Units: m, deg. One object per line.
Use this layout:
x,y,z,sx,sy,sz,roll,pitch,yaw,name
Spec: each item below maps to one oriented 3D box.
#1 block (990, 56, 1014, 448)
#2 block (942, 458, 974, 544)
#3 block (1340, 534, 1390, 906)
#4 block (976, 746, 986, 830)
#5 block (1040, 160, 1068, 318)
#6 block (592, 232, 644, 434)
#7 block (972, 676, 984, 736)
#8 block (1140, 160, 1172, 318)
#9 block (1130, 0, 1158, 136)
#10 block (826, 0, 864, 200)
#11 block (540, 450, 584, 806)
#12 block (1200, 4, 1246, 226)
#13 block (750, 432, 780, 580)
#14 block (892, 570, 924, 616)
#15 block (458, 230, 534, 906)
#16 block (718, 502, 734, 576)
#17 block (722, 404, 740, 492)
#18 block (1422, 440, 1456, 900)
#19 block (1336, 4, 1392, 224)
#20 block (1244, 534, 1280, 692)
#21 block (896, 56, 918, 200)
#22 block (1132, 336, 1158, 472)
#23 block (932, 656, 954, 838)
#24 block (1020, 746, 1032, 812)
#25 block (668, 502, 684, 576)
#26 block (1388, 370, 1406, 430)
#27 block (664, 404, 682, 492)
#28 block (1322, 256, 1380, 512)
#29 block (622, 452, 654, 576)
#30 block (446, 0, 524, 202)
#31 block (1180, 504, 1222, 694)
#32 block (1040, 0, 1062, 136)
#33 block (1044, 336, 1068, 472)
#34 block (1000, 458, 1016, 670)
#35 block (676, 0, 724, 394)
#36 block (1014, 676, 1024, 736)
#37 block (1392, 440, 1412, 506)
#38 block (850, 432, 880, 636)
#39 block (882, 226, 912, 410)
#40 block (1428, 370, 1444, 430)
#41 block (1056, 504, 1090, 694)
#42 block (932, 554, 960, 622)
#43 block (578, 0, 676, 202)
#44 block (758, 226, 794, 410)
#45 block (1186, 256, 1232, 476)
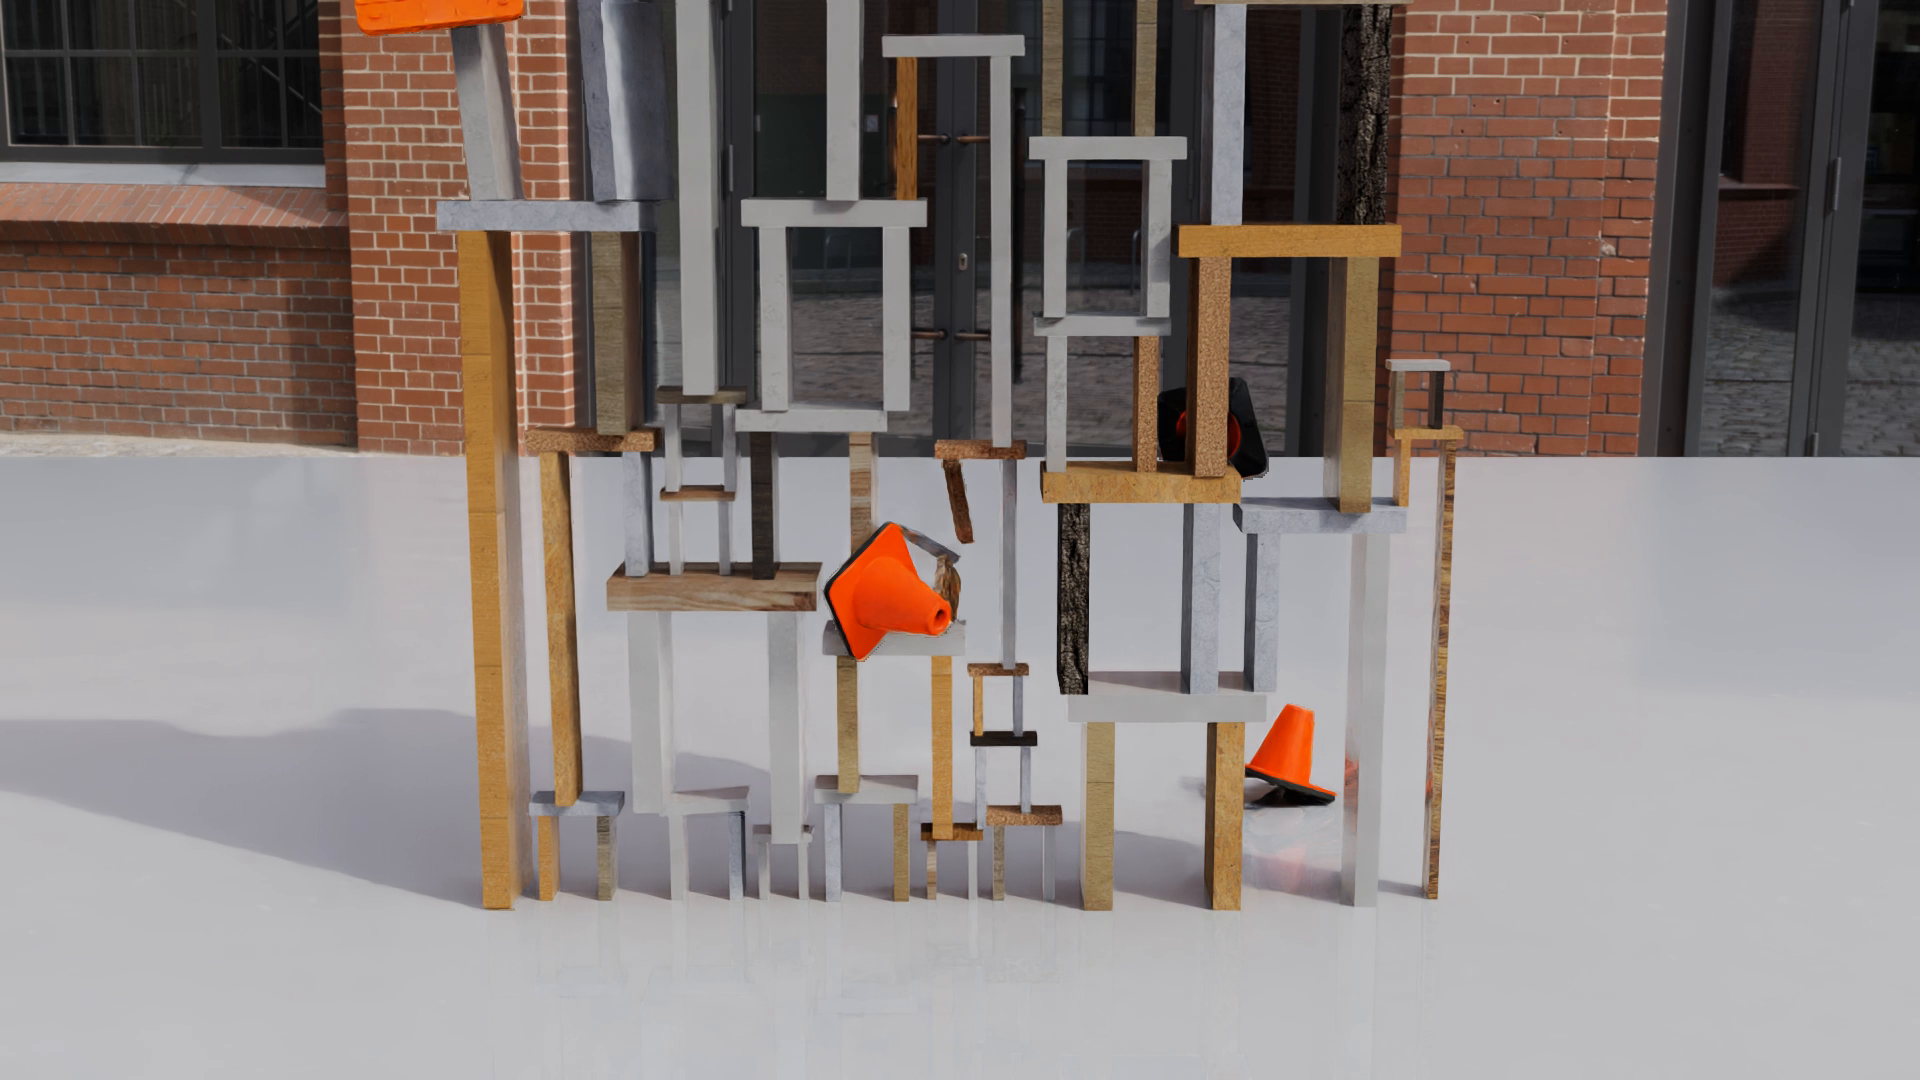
0.067,-0.457,3.491,0.031,0.612,0.108,0,15,3,block
-0.003,-0.069,3.749,0.021,0.145,0.072,-11,8,-6,block
0.665,0.284,3.613,0.037,0.623,0.130,0,11,0,block
0.035,0.405,3.642,0.016,0.137,0.055,0,5,-2,block
0.147,-0.478,3.470,0.034,0.243,0.121,0,11,0,block
-0.546,-0.333,3.514,0.045,0.317,0.158,0,8,2,block
0.030,0.271,3.633,0.014,0.099,0.049,-1,5,-3,block
0.309,-0.478,3.472,0.034,0.243,0.121,0,11,0,block
0.286,-0.736,3.417,0.030,0.214,0.107,0,11,1,block
-0.178,-0.706,3.430,0.049,0.344,0.172,1,11,0,block
-0.649,0.140,3.587,0.028,0.581,0.100,-1,10,0,block
0.410,-0.663,3.439,0.047,0.331,0.166,0,11,0,block
-0.314,-0.065,3.546,0.034,0.238,0.119,0,10,0,block
-0.088,0.089,3.701,0.016,0.057,0.113,-13,13,-14,block
-0.755,0.047,3.588,0.045,1.093,0.158,0,8,3,block
-0.379,-0.008,3.561,0.017,0.121,0.060,-1,12,0,block
-0.367,-0.154,3.535,0.020,0.141,0.071,0,11,-1,block
0.783,0.212,3.598,0.015,0.769,0.054,0,10,0,block
0.631,-0.664,3.439,0.047,0.331,0.166,0,11,0,block
0.491,0.105,3.580,0.037,0.260,0.130,0,10,0,block
-0.082,-0.643,3.440,0.031,0.217,0.108,0,11,0,block
0.297,-0.223,3.523,0.031,0.216,0.108,0,11,0,block
-0.028,0.326,3.614,0.033,0.307,0.115,0,11,1,block
0.109,0.391,3.644,0.016,0.111,0.055,0,5,-1,block
-0.459,-0.007,3.562,0.017,0.121,0.060,-1,11,-1,block
0.698,-0.226,3.513,0.013,0.094,0.047,0,11,0,block
-0.460,-0.153,3.532,0.020,0.141,0.071,1,11,-2,block
0.623,-0.256,3.512,0.048,0.401,0.171,0,11,0,block
-0.520,-0.048,3.555,0.028,0.201,0.100,0,8,3,block
-0.749,-0.693,3.482,0.044,0.309,0.154,-5,8,5,block
0.391,0.081,3.572,0.044,0.311,0.156,0,11,0,block
0.142,-0.736,3.417,0.030,0.214,0.107,0,11,1,block
0.153,-0.223,3.523,0.031,0.216,0.108,0,11,0,block
0.078,0.035,3.601,0.021,0.347,0.072,-1,9,-4,block
-0.408,-0.559,3.456,0.049,0.644,0.172,0,11,-1,block
0.096,0.271,3.634,0.014,0.099,0.050,0,5,-1,block
0.710,-0.112,3.537,0.015,0.109,0.054,0,11,0,block
-0.154,-0.019,3.554,0.034,0.330,0.119,1,11,3,block
-0.099,-0.356,3.496,0.041,0.286,0.143,0,11,0,block
0.760,-0.226,3.514,0.013,0.094,0.047,0,11,0,block
0.183,0.081,3.572,0.044,0.311,0.156,0,11,0,block
-0.021,0.079,3.653,0.016,0.057,0.113,-20,30,17,block
-0.521,-0.687,3.448,0.044,0.309,0.154,-1,6,29,block
-0.291,-0.357,3.496,0.041,0.286,0.143,0,11,0,block
0.395,-0.284,3.505,0.048,0.342,0.171,0,10,0,block
